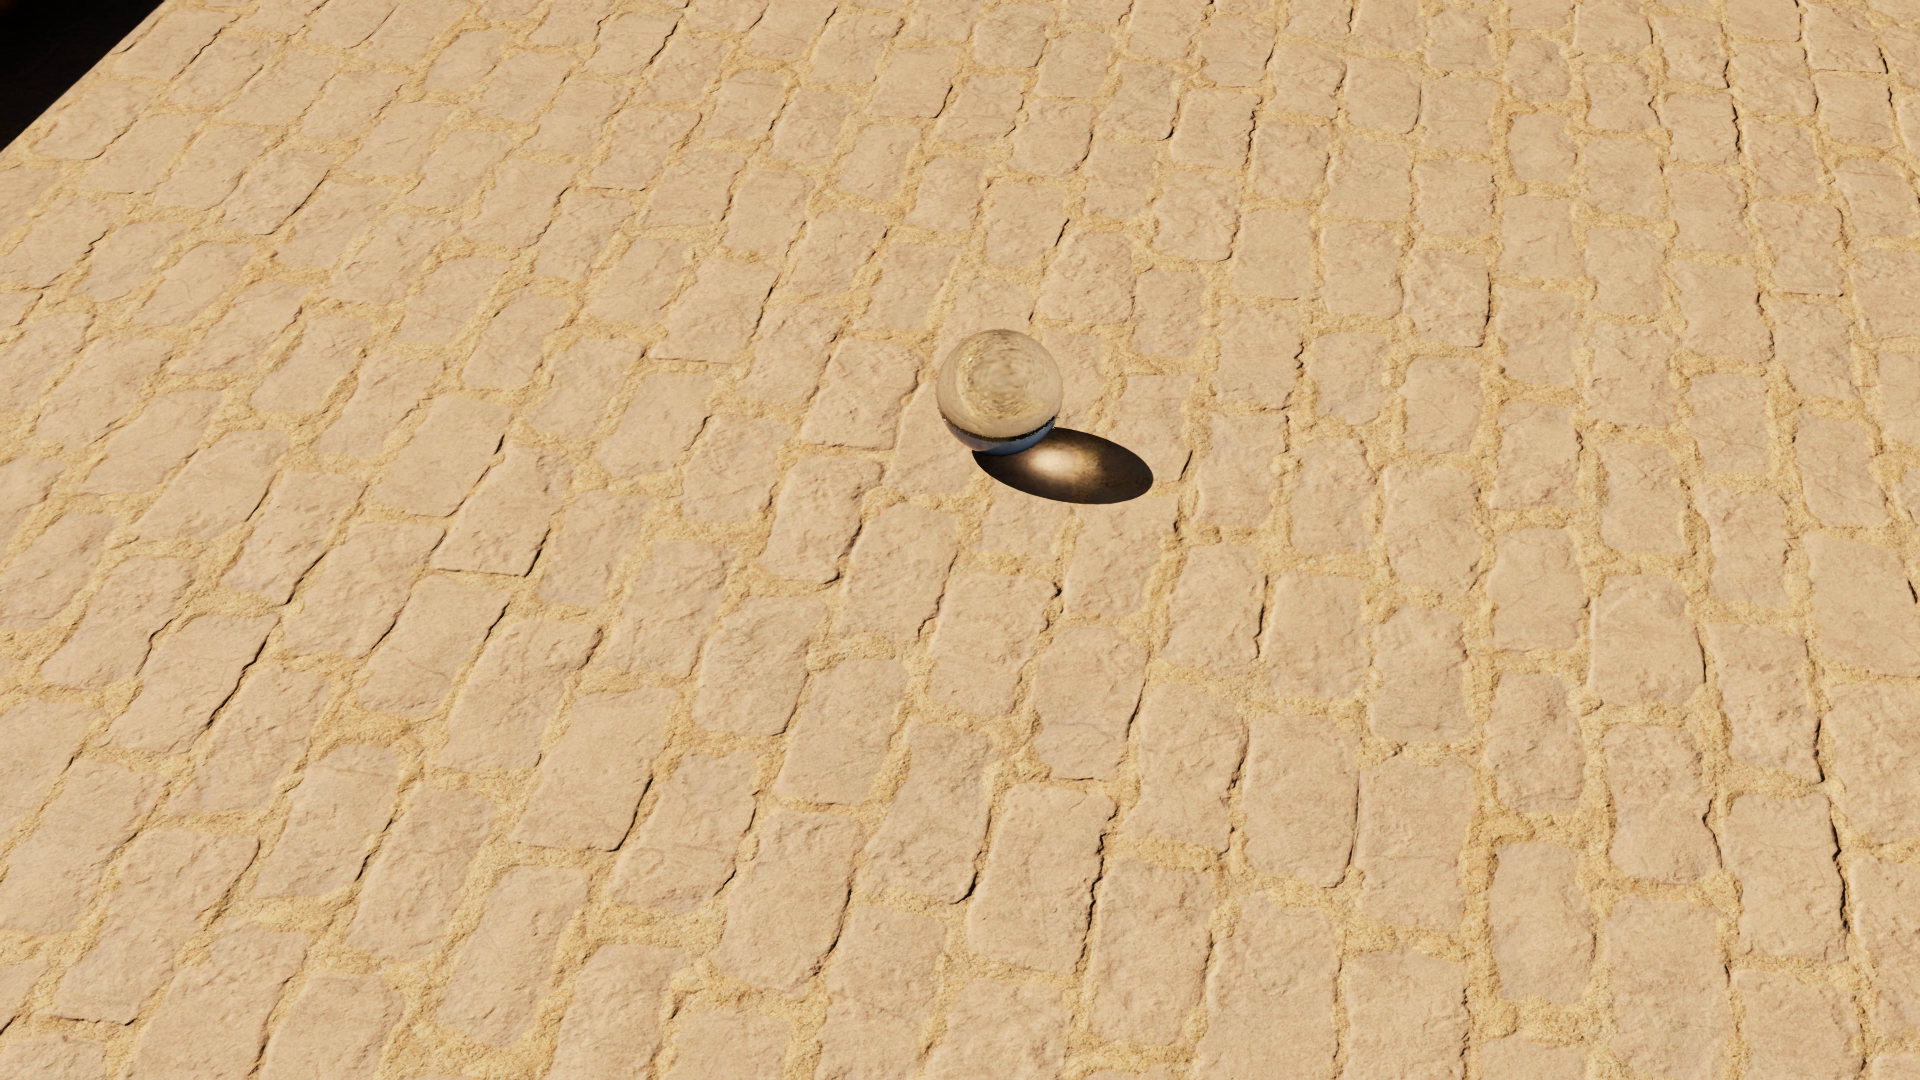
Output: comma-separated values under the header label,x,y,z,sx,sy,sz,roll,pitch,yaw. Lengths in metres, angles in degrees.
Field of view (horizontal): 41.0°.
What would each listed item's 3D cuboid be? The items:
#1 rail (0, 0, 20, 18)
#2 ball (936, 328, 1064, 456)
label,x,y,z,sx,sy,sz,roll,pitch,yaw
rail,-1.051,-0.134,1.865,0.045,0.125,2.585,6,36,9
ball,0.029,-0.107,1.858,0.092,0.092,0.092,0,35,0
